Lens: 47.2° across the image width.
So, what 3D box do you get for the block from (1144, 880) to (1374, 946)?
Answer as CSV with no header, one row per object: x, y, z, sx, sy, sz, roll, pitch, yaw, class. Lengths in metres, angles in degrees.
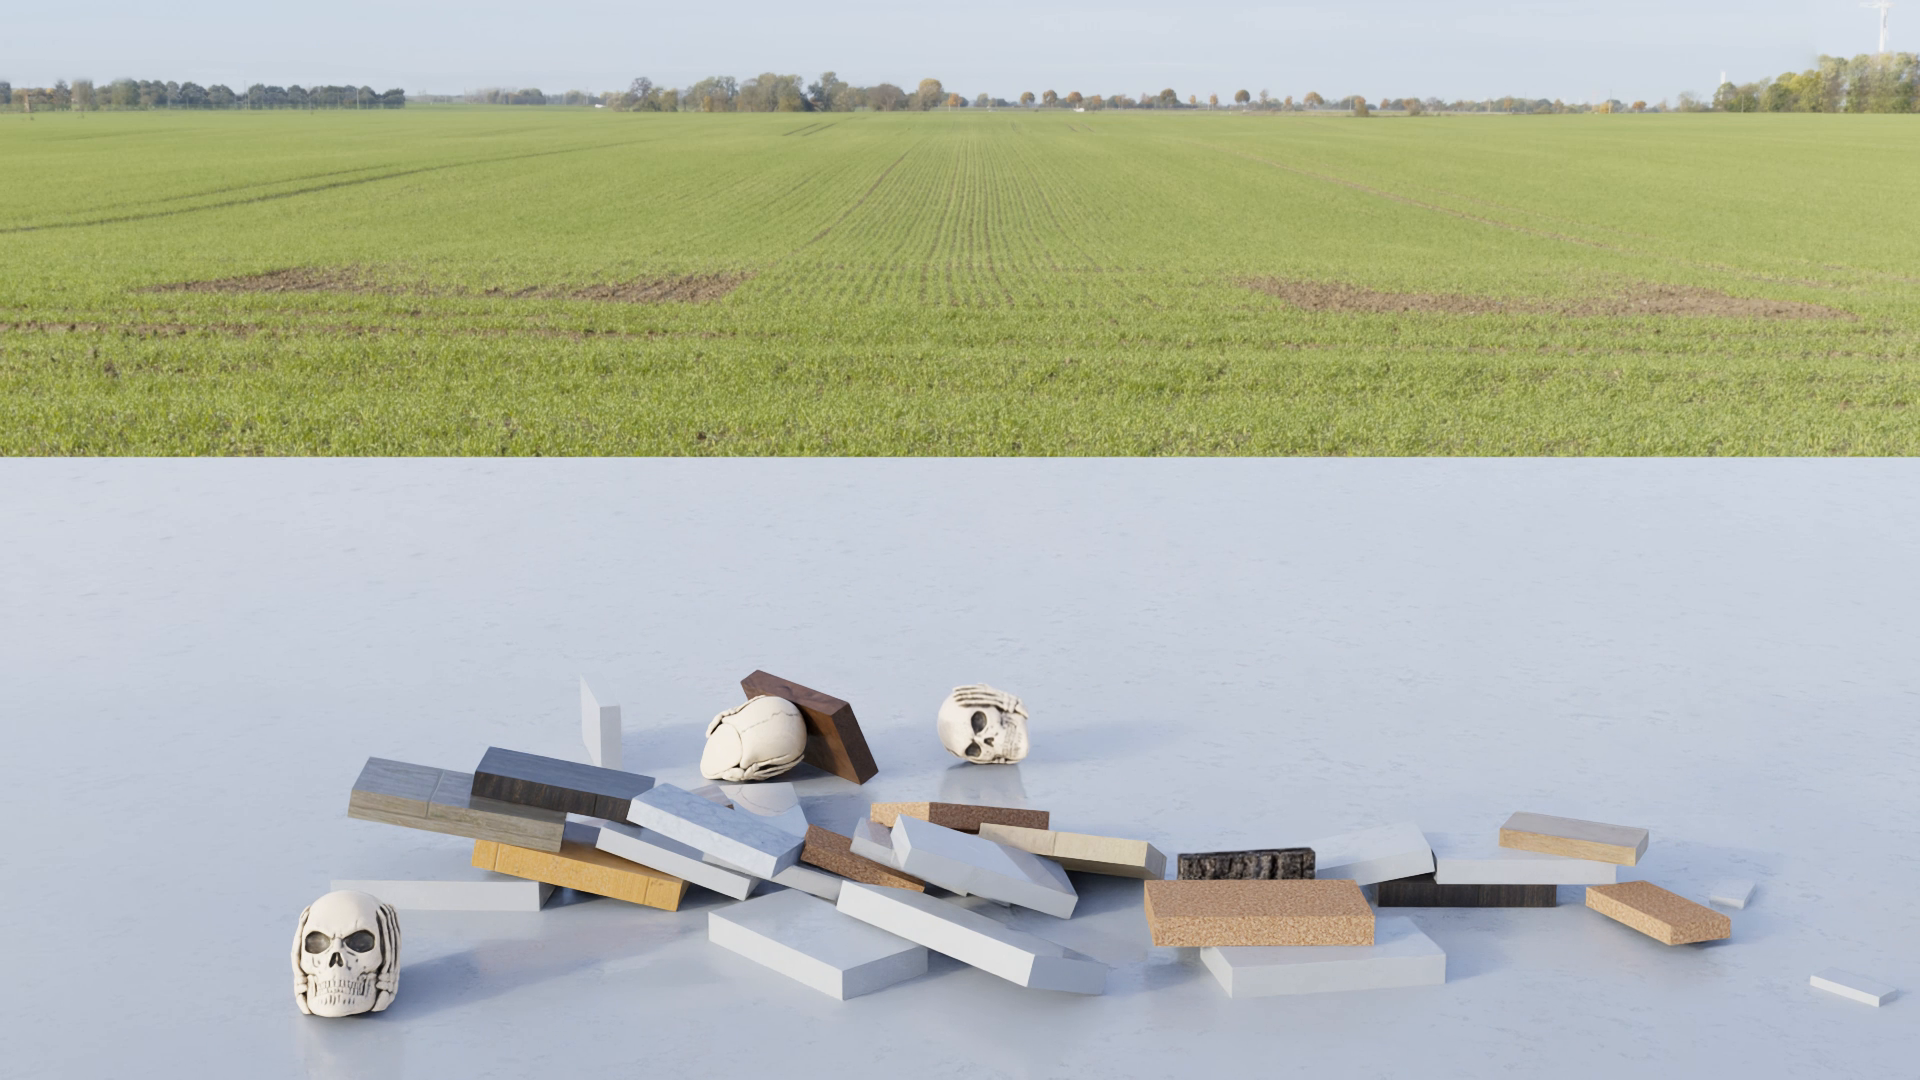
0.456,0.572,3.381,0.330,0.047,0.165,0,11,-1,block

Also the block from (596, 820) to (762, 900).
-0.460,0.520,3.660,0.262,0.037,0.131,19,11,6,block

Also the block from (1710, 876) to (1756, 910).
1.284,0.586,3.651,0.054,0.015,0.108,6,12,29,block

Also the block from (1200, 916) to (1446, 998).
0.547,0.629,3.328,0.330,0.047,0.165,-2,11,-10,block

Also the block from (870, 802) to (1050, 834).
0.002,0.486,3.825,0.291,0.041,0.145,11,-13,-43,block

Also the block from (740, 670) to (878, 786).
-0.303,0.371,4.384,0.047,0.166,0.332,-35,28,-28,block

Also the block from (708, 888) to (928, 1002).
-0.222,0.619,3.386,0.166,0.047,0.332,-9,14,-41,block

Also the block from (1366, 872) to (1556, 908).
0.831,0.569,3.672,0.291,0.041,0.145,0,11,0,block

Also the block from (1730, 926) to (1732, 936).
1.161,0.616,3.487,0.108,0.015,0.054,-2,11,-13,block

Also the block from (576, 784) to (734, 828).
-0.550,0.504,3.875,0.288,0.041,0.144,-14,13,-16,block

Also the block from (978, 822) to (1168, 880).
0.191,0.528,3.719,0.291,0.041,0.145,4,-17,20,block

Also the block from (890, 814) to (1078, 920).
0.038,0.530,3.578,0.291,0.041,0.145,19,11,-14,block

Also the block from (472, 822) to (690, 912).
-0.621,0.530,3.664,0.343,0.049,0.171,13,11,0,block

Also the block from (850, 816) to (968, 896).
-0.080,0.532,3.696,0.208,0.029,0.104,22,10,-2,block

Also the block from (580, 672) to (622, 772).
-0.727,0.371,4.454,0.041,0.144,0.288,-3,11,-17,block

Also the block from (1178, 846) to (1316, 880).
0.460,0.557,3.541,0.221,0.110,0.031,-2,12,-9,block

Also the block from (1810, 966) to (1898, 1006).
1.322,0.660,3.250,0.054,0.015,0.108,-8,13,-37,block

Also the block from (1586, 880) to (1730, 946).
1.107,0.591,3.496,0.110,0.031,0.221,-3,8,-18,block

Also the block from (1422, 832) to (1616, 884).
0.926,0.529,3.660,0.291,0.041,0.145,0,11,0,block

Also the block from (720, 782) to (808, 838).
-0.368,0.511,3.965,0.166,0.047,0.332,-2,11,-11,block

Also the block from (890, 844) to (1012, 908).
-0.010,0.538,3.641,0.208,0.029,0.104,21,14,-5,block

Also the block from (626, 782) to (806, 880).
-0.397,0.473,3.593,0.262,0.037,0.131,20,11,14,block

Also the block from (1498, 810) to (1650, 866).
1.019,0.494,3.648,0.221,0.031,0.110,6,12,28,block

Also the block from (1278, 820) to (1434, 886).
0.632,0.538,3.672,0.291,0.041,0.145,-12,10,3,block

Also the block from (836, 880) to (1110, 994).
0.013,0.601,3.336,0.165,0.047,0.425,17,-4,-44,block

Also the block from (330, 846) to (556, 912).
-0.853,0.565,3.673,0.343,0.049,0.171,0,11,2,block

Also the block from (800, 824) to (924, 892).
-0.161,0.538,3.663,0.208,0.029,0.104,21,10,-5,block

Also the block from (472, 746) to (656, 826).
-0.665,0.414,3.705,0.288,0.041,0.144,11,10,-5,block

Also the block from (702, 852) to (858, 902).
-0.290,0.533,3.664,0.262,0.037,0.131,17,10,-2,block

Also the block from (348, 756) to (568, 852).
-0.824,0.438,3.646,0.343,0.049,0.171,11,11,-8,block
